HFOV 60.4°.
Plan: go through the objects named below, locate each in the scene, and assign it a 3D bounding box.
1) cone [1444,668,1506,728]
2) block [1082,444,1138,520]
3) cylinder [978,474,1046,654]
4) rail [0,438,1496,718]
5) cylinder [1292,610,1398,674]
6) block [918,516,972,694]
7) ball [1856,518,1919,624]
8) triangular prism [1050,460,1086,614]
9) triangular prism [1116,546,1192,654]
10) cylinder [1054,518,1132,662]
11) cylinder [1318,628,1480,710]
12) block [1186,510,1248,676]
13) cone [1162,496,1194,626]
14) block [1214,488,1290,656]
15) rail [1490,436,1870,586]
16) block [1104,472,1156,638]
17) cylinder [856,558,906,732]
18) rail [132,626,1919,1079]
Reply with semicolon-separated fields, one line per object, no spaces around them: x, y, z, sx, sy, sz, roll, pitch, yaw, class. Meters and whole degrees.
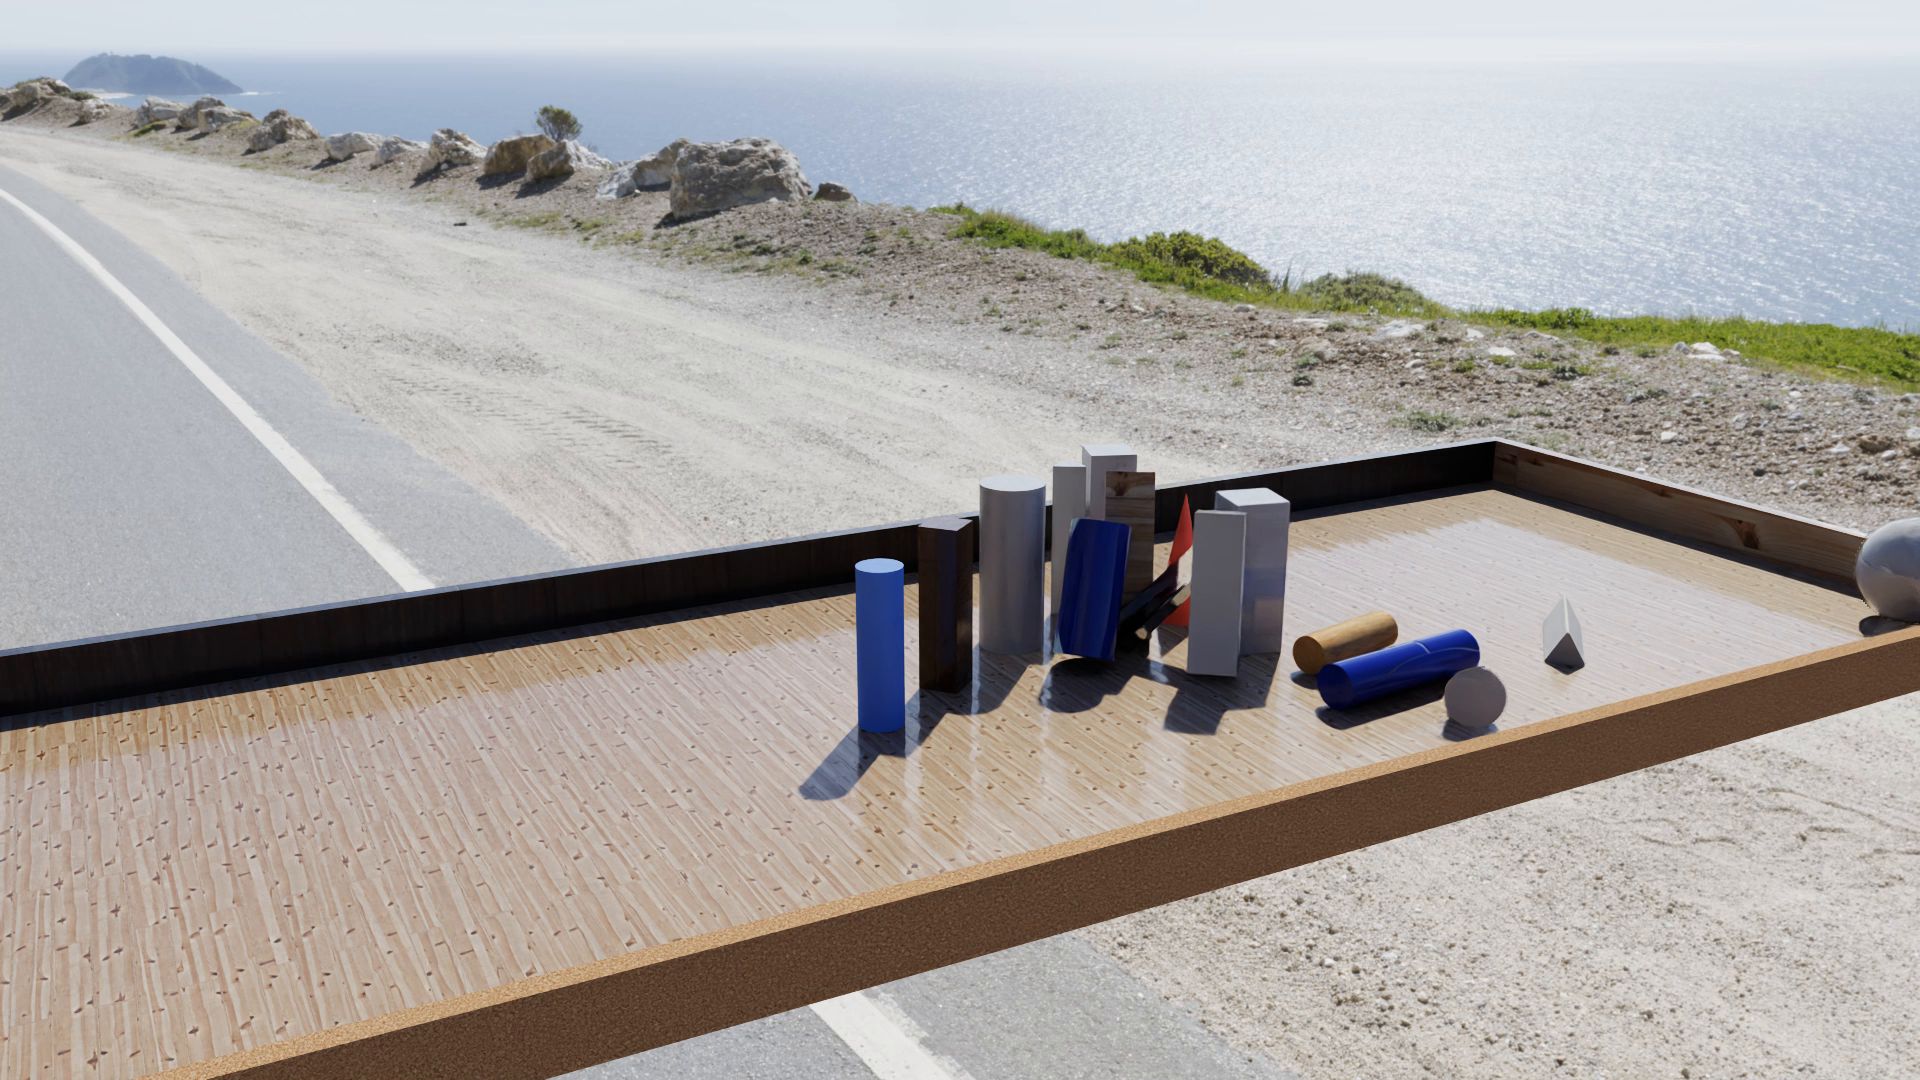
1.230;0.360;4.008;0.141;0.141;0.305;3;4;9;cone
0.431;-0.060;4.818;0.133;0.417;0.133;-2;17;-7;block
0.137;0.064;4.352;0.174;0.443;0.174;0;16;0;cylinder
-3.305;0.497;3.399;12.000;0.150;0.050;-9;18;-27;rail
1.002;0.264;4.277;0.311;0.101;0.101;-14;21;-39;cylinder
-0.035;0.160;4.068;0.102;0.418;0.102;7;18;22;block
2.634;0.085;4.546;0.293;0.293;0.293;0;16;0;ball
0.303;-0.008;4.623;0.090;0.428;0.078;1;16;4;triangular prism
0.524;0.143;4.306;0.080;0.339;0.093;48;3;24;triangular prism
0.341;0.129;4.243;0.158;0.347;0.158;8;-4;1;cylinder
1.087;0.317;4.073;0.455;0.115;0.115;-11;19;-32;cylinder
0.649;0.131;4.161;0.123;0.404;0.123;3;5;12;block
0.620;0.042;4.571;0.150;0.360;0.150;0;16;0;cone
0.759;0.083;4.341;0.146;0.410;0.146;-4;17;-14;block
2.466;-0.048;5.253;0.050;0.150;2.100;-9;18;-27;rail
0.450;0.038;4.413;0.130;0.439;0.130;1;2;4;block
-0.185;0.245;3.830;0.111;0.389;0.111;0;16;0;cylinder
-2.336;1.006;1.665;12.000;0.150;0.050;-9;18;-27;rail
